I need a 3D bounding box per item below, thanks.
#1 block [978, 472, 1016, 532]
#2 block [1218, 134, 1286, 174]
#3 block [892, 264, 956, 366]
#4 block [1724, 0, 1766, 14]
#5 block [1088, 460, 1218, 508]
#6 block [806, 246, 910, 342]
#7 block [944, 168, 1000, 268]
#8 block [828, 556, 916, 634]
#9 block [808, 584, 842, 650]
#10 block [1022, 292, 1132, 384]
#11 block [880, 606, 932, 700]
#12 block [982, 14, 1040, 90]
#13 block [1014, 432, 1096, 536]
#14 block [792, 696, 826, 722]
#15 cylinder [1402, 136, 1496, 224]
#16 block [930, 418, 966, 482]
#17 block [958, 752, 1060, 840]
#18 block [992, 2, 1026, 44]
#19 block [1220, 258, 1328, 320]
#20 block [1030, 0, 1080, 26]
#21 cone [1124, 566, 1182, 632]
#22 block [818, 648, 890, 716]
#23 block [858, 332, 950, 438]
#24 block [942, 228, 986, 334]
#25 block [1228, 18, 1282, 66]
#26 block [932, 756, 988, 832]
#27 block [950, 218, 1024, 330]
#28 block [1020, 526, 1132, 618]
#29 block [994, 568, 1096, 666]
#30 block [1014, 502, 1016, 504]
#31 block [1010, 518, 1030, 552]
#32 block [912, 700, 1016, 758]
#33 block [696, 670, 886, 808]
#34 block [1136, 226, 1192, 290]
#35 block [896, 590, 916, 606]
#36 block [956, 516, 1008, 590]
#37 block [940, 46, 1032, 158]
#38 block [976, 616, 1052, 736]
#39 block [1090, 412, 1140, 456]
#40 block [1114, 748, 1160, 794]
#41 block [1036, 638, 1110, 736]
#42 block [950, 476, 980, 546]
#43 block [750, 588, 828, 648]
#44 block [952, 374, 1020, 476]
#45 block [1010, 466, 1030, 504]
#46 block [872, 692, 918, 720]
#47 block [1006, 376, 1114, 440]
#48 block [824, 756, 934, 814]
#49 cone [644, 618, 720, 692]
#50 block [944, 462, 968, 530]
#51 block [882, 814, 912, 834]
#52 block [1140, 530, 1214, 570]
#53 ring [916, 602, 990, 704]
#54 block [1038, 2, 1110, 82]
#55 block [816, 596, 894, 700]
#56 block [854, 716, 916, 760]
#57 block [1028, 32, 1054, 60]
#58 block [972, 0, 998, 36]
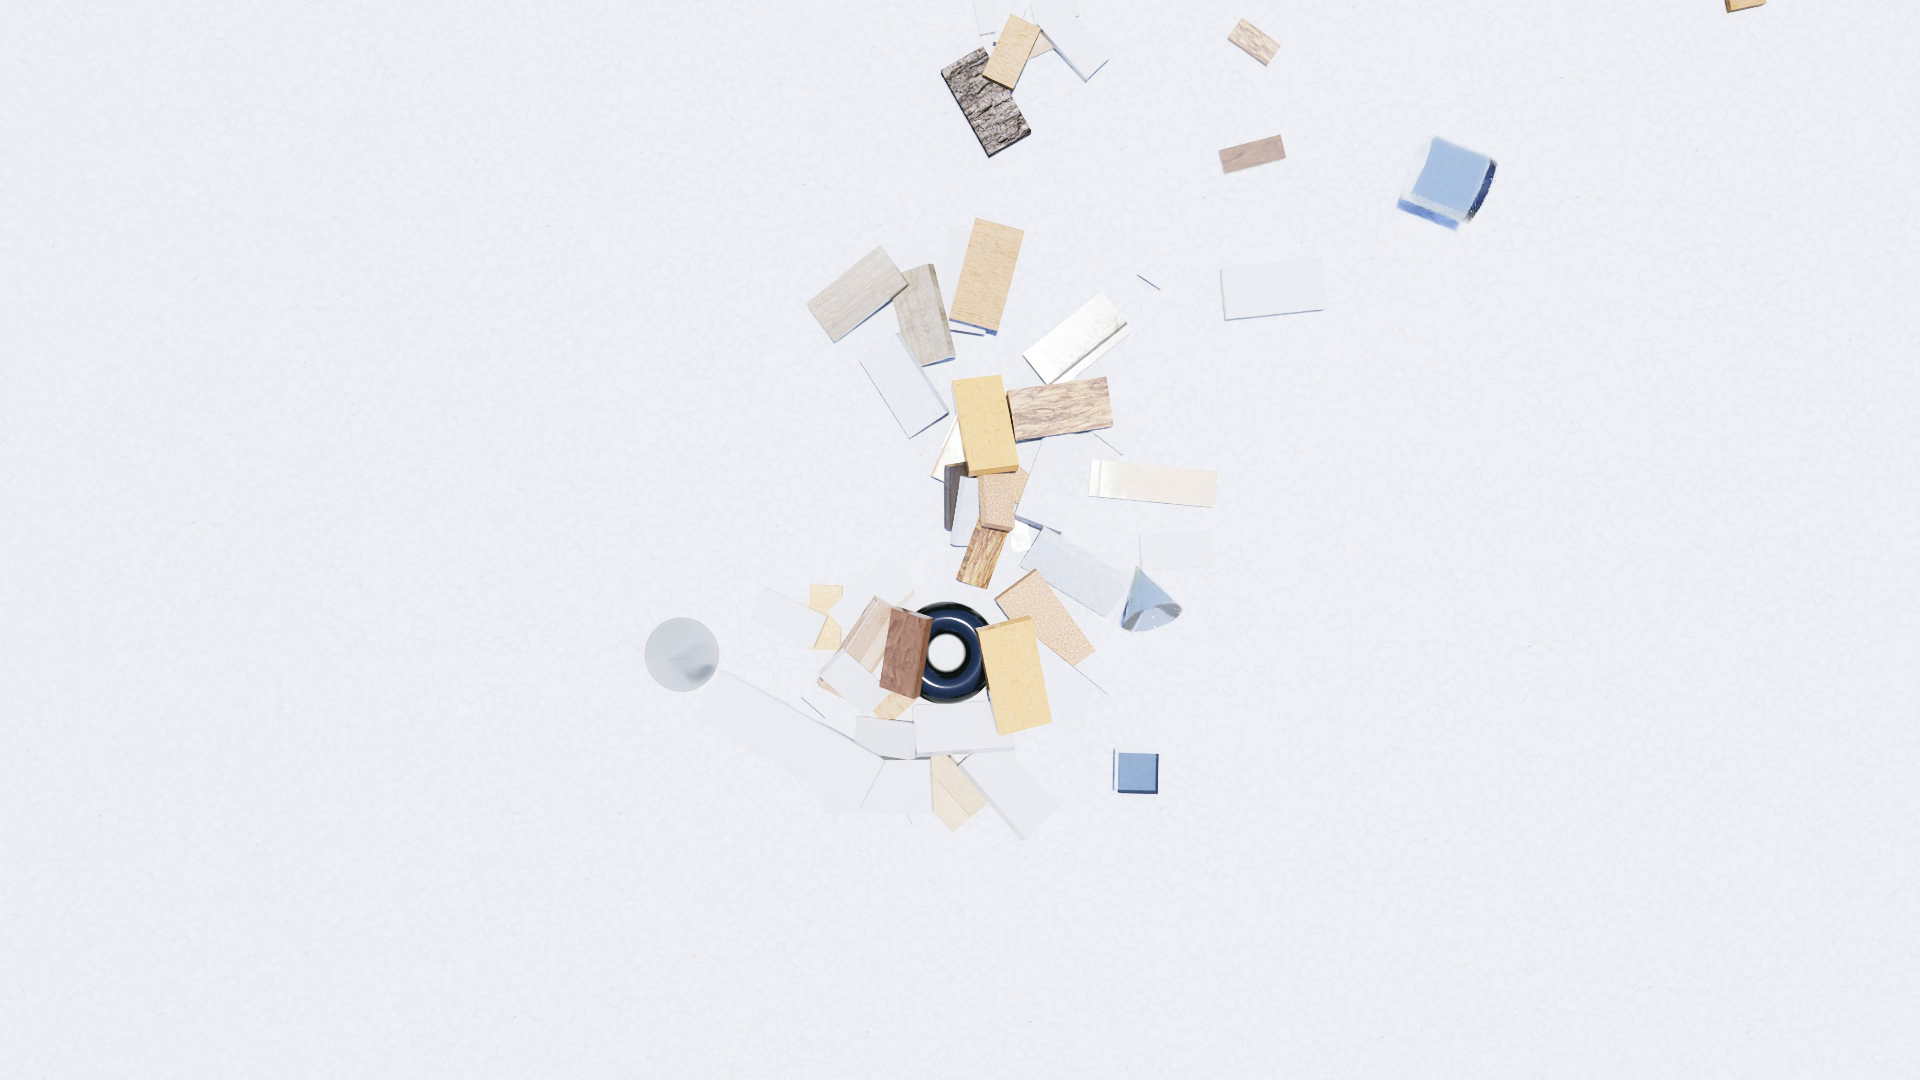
[{"bbox_3d":[0.118,-0.148,5.392,0.113,0.032,0.226,10,65,-33],"label":"block"},{"bbox_3d":[0.972,-1.283,5.489,0.211,0.023,0.080,-14,90,0],"label":"block"},{"bbox_3d":[-0.126,-0.739,5.445,0.156,0.044,0.311,-14,90,27],"label":"block"},{"bbox_3d":[2.592,-1.886,5.483,0.119,0.034,0.238,-12,90,0],"label":"block"},{"bbox_3d":[0.641,-0.187,5.483,0.419,0.034,0.119,5,90,0],"label":"block"},{"bbox_3d":[-0.337,-0.812,5.442,0.311,0.044,0.156,-36,90,14],"label":"block"},{"bbox_3d":[0.043,-1.065,5.477,0.162,0.046,0.324,4,90,0],"label":"block"},{"bbox_3d":[-0.291,0.195,5.450,0.273,0.039,0.136,-42,90,0],"label":"block"},{"bbox_3d":[-0.448,0.257,5.485,0.108,0.030,0.215,2,90,0],"label":"block"},{"bbox_3d":[0.391,-0.654,5.476,0.333,0.047,0.166,-38,90,0],"label":"block"},{"bbox_3d":[-0.177,0.367,5.374,0.136,0.039,0.273,17,105,29],"label":"block"},{"bbox_3d":[0.170,-1.608,5.440,0.111,0.031,0.222,25,89,-1],"label":"block"},{"bbox_3d":[0.311,-0.199,5.436,0.165,0.047,0.330,21,75,0],"label":"block"},{"bbox_3d":[-0.559,0.638,5.485,0.108,0.030,0.215,41,90,0],"label":"block"},{"bbox_3d":[1.597,-1.178,5.390,0.221,0.221,0.221,21,90,0],"label":"cylinder"},{"bbox_3d":[-0.007,-0.291,5.454,0.107,0.030,0.214,23,90,0],"label":"block"},{"bbox_3d":[0.159,0.814,5.444,0.162,0.046,0.325,-41,90,-26],"label":"block"},{"bbox_3d":[0.164,-1.706,5.469,0.070,0.020,0.140,19,89,1],"label":"block"},{"bbox_3d":[1.040,-0.832,5.476,0.333,0.047,0.167,-6,90,0],"label":"block"},{"bbox_3d":[0.315,-1.765,5.489,0.151,0.021,0.076,-12,90,0],"label":"block"},{"bbox_3d":[0.611,0.170,5.456,0.198,0.198,0.198,-15,63,0],"label":"cone"},{"bbox_3d":[-0.346,0.468,5.422,0.116,0.033,0.232,-44,119,1],"label":"block"},{"bbox_3d":[-0.184,-0.511,5.450,0.156,0.044,0.311,-33,90,22],"label":"block"},{"bbox_3d":[0.026,-0.853,5.442,0.162,0.046,0.324,8,102,-1],"label":"block"},{"bbox_3d":[0.979,-1.657,5.489,0.160,0.023,0.080,35,90,0],"label":"block"},{"bbox_3d":[-0.071,0.793,5.465,0.162,0.046,0.325,-42,90,8],"label":"block"},{"bbox_3d":[0.087,-0.868,5.390,0.167,0.047,0.333,15,102,-2],"label":"block"},{"bbox_3d":[0.379,0.106,5.424,0.336,0.168,0.048,31,45,0],"label":"block"},{"bbox_3d":[0.281,0.279,5.450,0.168,0.048,0.336,-36,99,0],"label":"block"},{"bbox_3d":[0.112,-0.112,5.476,0.130,0.018,0.065,19,100,9],"label":"block"},{"bbox_3d":[0.197,-0.026,5.491,0.065,0.018,0.130,-8,90,0],"label":"block"},{"bbox_3d":[0.011,0.619,5.422,0.325,0.046,0.162,-3,64,-8],"label":"block"},{"bbox_3d":[-0.557,0.654,5.426,0.623,0.051,0.179,28,90,9],"label":"block"},{"bbox_3d":[0.680,-0.937,5.486,0.095,0.027,0.191,33,90,0],"label":"block"},{"bbox_3d":[-0.261,0.210,5.485,0.215,0.030,0.108,-43,90,0],"label":"block"},{"bbox_3d":[0.077,0.041,5.452,0.113,0.032,0.226,20,91,-37],"label":"block"},{"bbox_3d":[0.087,-1.454,5.477,0.162,0.046,0.324,-30,90,0],"label":"block"},{"bbox_3d":[0.175,0.440,5.342,0.179,0.051,0.358,-13,104,-8],"label":"block"},{"bbox_3d":[0.496,-0.377,5.486,0.191,0.027,0.095,37,90,0],"label":"block"},{"bbox_3d":[0.580,0.760,5.433,0.133,0.133,0.133,1,90,0],"label":"block"},{"bbox_3d":[0.284,0.454,5.417,0.414,0.048,0.168,39,92,-16],"label":"block"},{"bbox_3d":[0.039,-0.094,5.430,0.113,0.032,0.226,2,102,-36],"label":"block"},{"bbox_3d":[-0.564,0.257,5.463,0.232,0.033,0.116,24,94,9],"label":"block"},{"bbox_3d":[0.081,-0.377,5.409,0.165,0.047,0.330,-8,69,-8],"label":"block"},{"bbox_3d":[0.222,-0.157,5.472,0.191,0.027,0.095,43,97,5],"label":"block"},{"bbox_3d":[-0.213,0.544,5.490,0.148,0.021,0.074,-42,90,0],"label":"block"},{"bbox_3d":[0.329,-0.432,5.426,0.330,0.047,0.165,-9,91,-7],"label":"block"},{"bbox_3d":[-0.270,0.809,5.441,0.358,0.051,0.179,-2,96,8],"label":"block"},{"bbox_3d":[-0.927,0.382,5.375,0.250,0.250,0.250,0,90,0],"label":"cone"},{"bbox_3d":[0.001,-0.148,5.428,0.107,0.030,0.214,-11,110,-32],"label":"block"},{"bbox_3d":[-0.225,0.899,5.490,0.074,0.021,0.148,-26,90,0],"label":"block"},{"bbox_3d":[0.719,0.034,5.483,0.238,0.034,0.119,-3,90,0],"label":"block"},{"bbox_3d":[-0.044,0.372,5.444,0.343,0.114,0.343,0,89,1],"label":"ring"},{"bbox_3d":[0.377,-1.650,5.466,0.111,0.031,0.237,-44,97,-5],"label":"block"},{"bbox_3d":[-0.319,0.361,5.429,0.136,0.039,0.350,30,98,-28],"label":"block"},{"bbox_3d":[-0.246,0.648,5.417,0.232,0.033,0.116,3,90,37],"label":"block"},{"bbox_3d":[0.255,-1.656,5.489,0.160,0.023,0.080,-23,90,0],"label":"block"},{"bbox_3d":[0.087,-1.756,5.490,0.070,0.020,0.140,-11,90,0],"label":"block"}]
